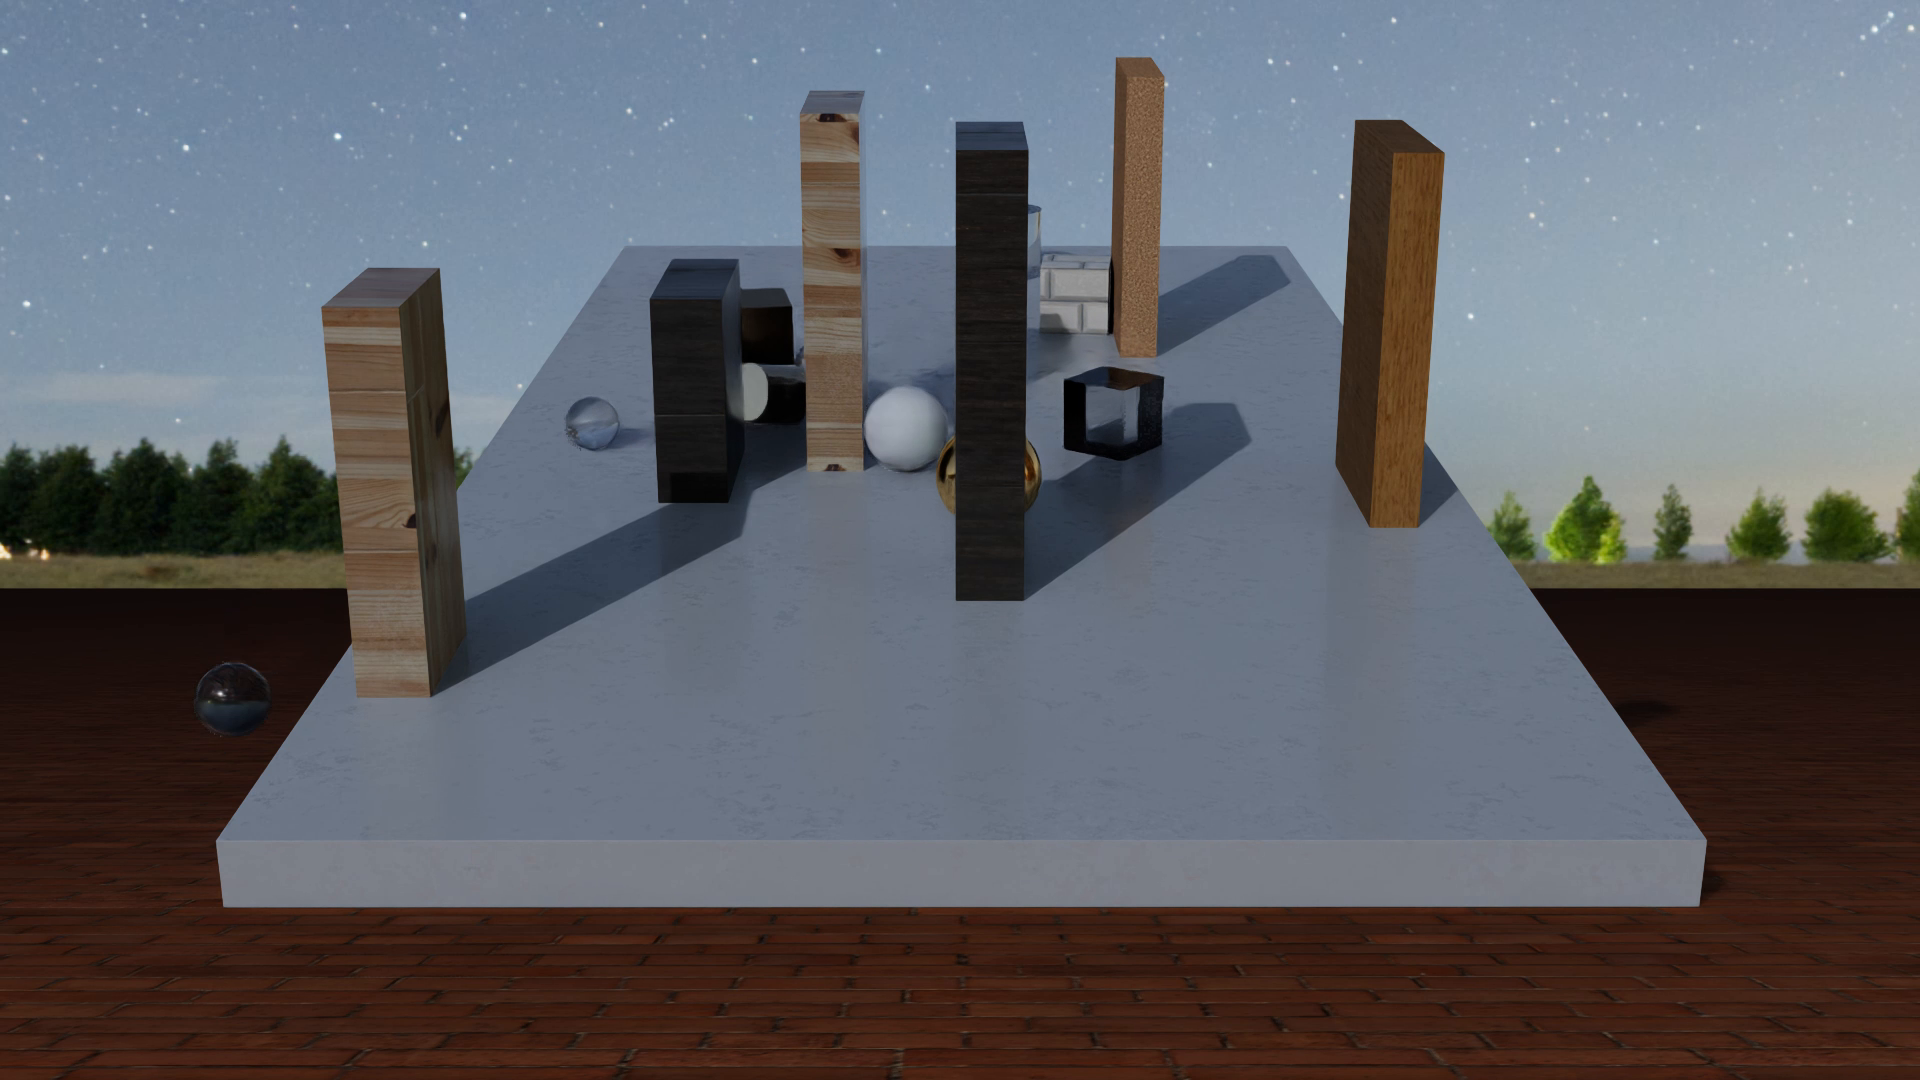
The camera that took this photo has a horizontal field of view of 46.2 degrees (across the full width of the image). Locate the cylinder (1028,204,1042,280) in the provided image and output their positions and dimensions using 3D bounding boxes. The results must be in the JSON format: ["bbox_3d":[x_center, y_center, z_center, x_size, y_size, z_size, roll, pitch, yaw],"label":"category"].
[{"bbox_3d":[0.138,-0.848,6.390,0.187,0.187,0.187,0,19,0],"label":"cylinder"}]

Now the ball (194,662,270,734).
[{"bbox_3d":[-1.853,0.404,5.732,0.185,0.185,0.185,0,-1,0],"label":"ball"}]

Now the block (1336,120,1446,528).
[{"bbox_3d":[0.824,-0.425,4.348,0.092,0.710,0.408,0,19,0],"label":"block"}]

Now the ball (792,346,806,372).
[{"bbox_3d":[-0.301,-0.379,5.070,0.154,0.154,0.154,0,-1,0],"label":"ball"}]

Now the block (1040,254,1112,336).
[{"bbox_3d":[0.297,-0.631,5.779,0.172,0.172,0.172,2,19,5],"label":"block"}]

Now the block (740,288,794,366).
[{"bbox_3d":[-0.498,-0.466,5.250,0.200,0.200,0.200,-3,19,-9],"label":"block"}]

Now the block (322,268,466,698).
[{"bbox_3d":[-0.876,-0.093,3.512,0.113,0.616,0.278,0,19,0],"label":"block"}]

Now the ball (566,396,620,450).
[{"bbox_3d":[-0.775,-0.246,4.739,0.113,0.113,0.113,0,-1,0],"label":"ball"}]

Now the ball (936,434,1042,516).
[{"bbox_3d":[0.054,-0.122,4.246,0.200,0.200,0.200,0,-1,0],"label":"ball"}]

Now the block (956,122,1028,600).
[{"bbox_3d":[0.051,-0.313,3.910,0.118,0.778,0.312,0,19,0],"label":"block"}]

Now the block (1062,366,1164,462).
[{"bbox_3d":[0.324,-0.269,4.753,0.151,0.151,0.151,14,23,34],"label":"block"}]

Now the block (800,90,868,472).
[{"bbox_3d":[-0.255,-0.539,4.650,0.115,0.727,0.335,0,19,0],"label":"block"}]

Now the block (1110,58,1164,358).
[{"bbox_3d":[0.436,-0.830,5.580,0.089,0.678,0.385,0,19,0],"label":"block"}]

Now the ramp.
[{"bbox_3d":[-0.004,-0.196,4.925,2.000,0.100,4.000,0,19,0],"label":"ramp"}]

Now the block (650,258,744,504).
[{"bbox_3d":[-0.523,-0.326,4.519,0.137,0.407,0.375,0,19,0],"label":"block"}]

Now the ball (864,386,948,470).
[{"bbox_3d":[-0.111,-0.229,4.598,0.174,0.174,0.174,0,-1,0],"label":"ball"}]

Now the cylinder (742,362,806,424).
[{"bbox_3d":[-0.411,-0.320,4.894,0.127,0.127,0.127,-1,0,43],"label":"cylinder"}]
